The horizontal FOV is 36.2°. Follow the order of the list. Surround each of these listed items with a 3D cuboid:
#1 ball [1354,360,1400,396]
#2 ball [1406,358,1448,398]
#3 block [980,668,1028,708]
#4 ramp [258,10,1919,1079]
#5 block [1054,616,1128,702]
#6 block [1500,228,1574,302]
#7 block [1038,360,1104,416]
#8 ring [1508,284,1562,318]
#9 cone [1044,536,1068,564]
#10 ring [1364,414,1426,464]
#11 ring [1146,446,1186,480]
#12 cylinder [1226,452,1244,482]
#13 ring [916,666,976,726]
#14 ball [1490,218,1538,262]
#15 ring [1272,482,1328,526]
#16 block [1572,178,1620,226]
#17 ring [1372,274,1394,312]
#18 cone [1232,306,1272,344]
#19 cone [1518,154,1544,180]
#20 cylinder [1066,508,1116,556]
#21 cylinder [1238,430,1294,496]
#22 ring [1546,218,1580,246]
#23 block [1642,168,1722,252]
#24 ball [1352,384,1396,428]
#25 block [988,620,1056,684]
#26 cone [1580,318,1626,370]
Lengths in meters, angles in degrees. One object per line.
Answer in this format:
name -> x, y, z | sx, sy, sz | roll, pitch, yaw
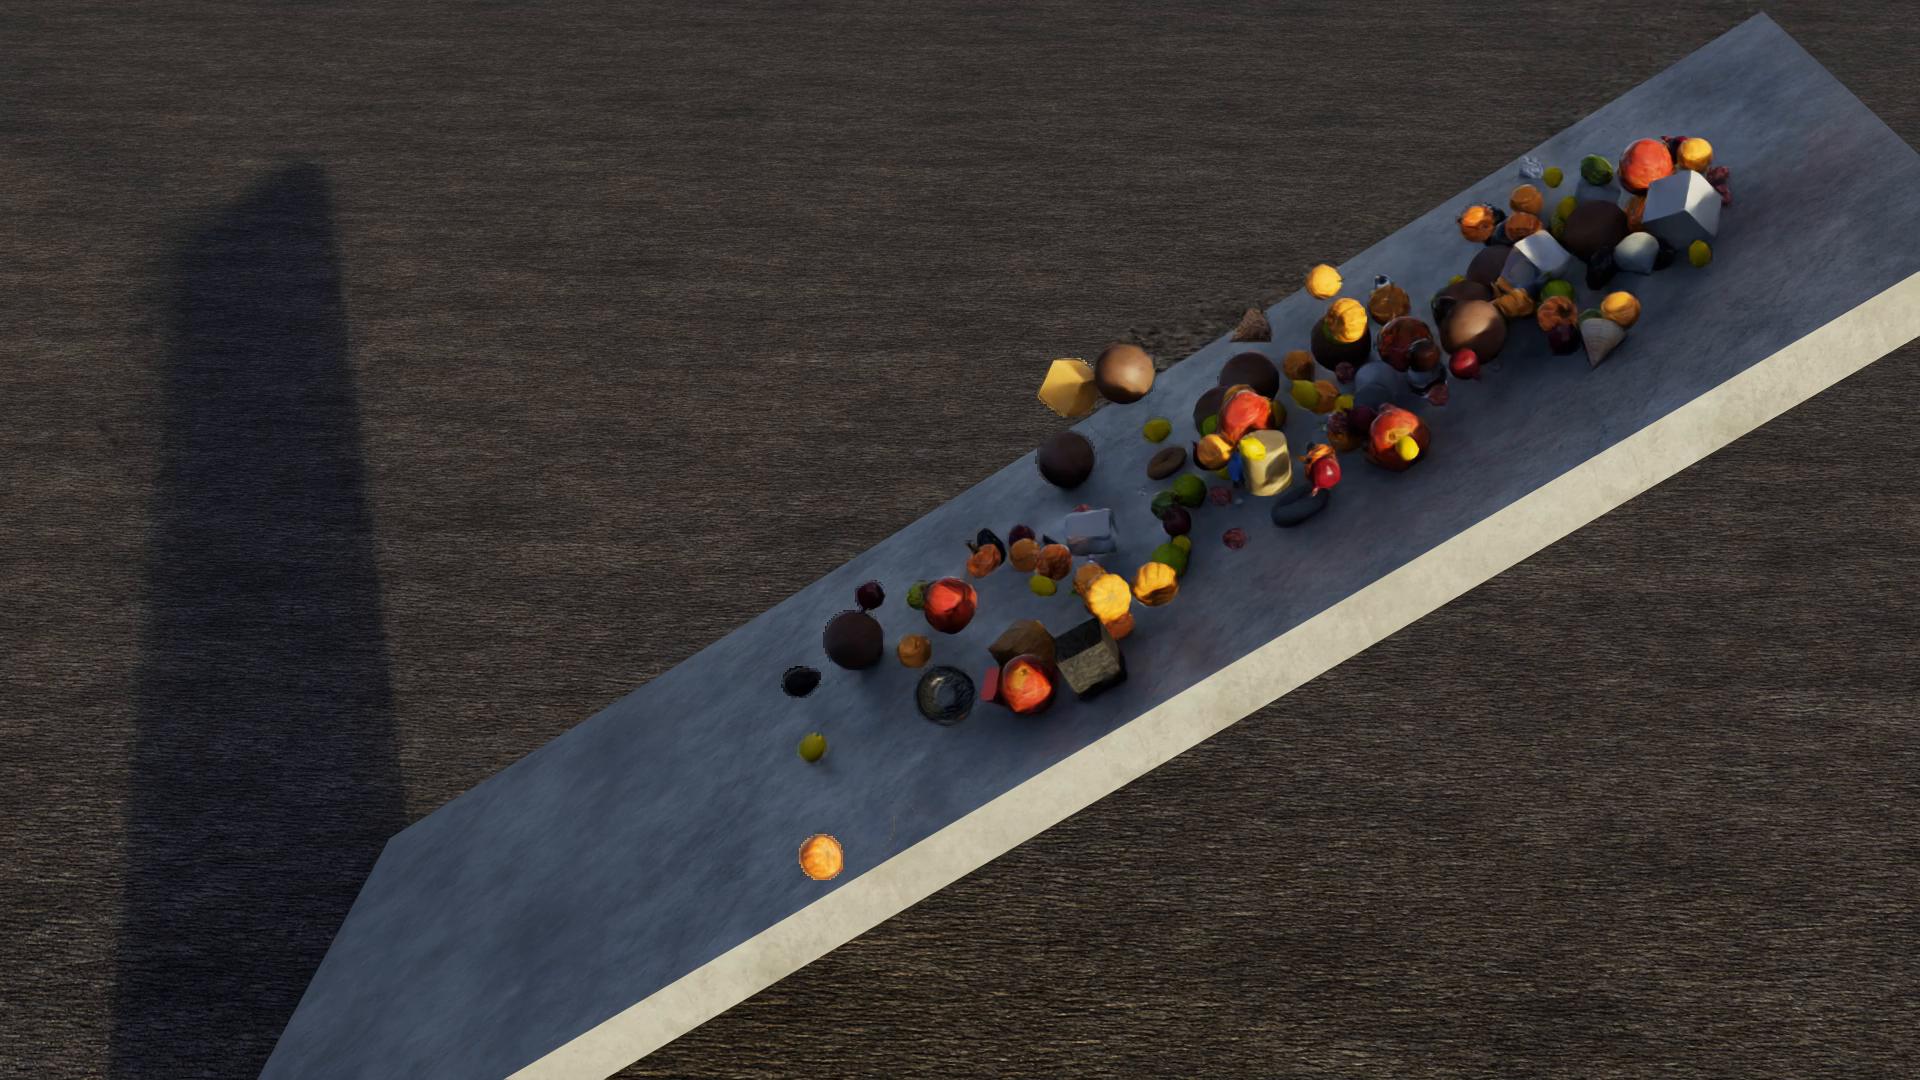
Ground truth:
ball -> 0.841, -0.317, 5.935 | 0.090, 0.090, 0.090 | 0, 20, 0
ball -> 0.919, -0.319, 5.792 | 0.081, 0.081, 0.081 | 0, 20, 0
block -> 0.086, 0.286, 5.688 | 0.062, 0.062, 0.062 | 16, -8, -22
ramp -> 0.139, 0.171, 6.296 | 4.000, 0.100, 2.000 | -31, 15, 14
block -> 0.243, 0.222, 5.485 | 0.097, 0.097, 0.097 | -28, 25, 12
block -> 1.137, -0.541, 5.799 | 0.086, 0.086, 0.086 | -28, 63, -29
block -> 0.243, -0.331, 6.388 | 0.087, 0.087, 0.087 | 38, 27, 29
ring -> 1.152, -0.486, 5.893 | 0.117, 0.039, 0.117 | -33, 16, 11
cone -> 0.196, 0.011, 6.360 | 0.059, 0.059, 0.059 | -32, 15, 10
ring -> 0.836, -0.194, 5.658 | 0.134, 0.045, 0.134 | -32, 16, 10
ring -> 0.450, -0.169, 6.418 | 0.098, 0.033, 0.098 | -31, 21, 13
cylinder -> 0.577, -0.153, 5.936 | 0.059, 0.059, 0.059 | -12, 23, -20
ring -> -0.028, 0.305, 5.764 | 0.119, 0.119, 0.040 | -3, -10, -8
ball -> 1.167, -0.629, 6.182 | 0.099, 0.099, 0.099 | 0, 20, 0
ring -> 0.655, -0.070, 5.668 | 0.122, 0.041, 0.122 | -31, 12, 7
block -> 1.311, -0.696, 6.069 | 0.075, 0.075, 0.075 | 8, 20, -1
ring -> 0.918, -0.534, 6.375 | 0.029, 0.087, 0.087 | -19, 22, -1
cone -> 0.650, -0.472, 6.723 | 0.089, 0.089, 0.089 | -41, 38, -22
cone -> 1.189, -0.773, 6.192 | 0.055, 0.055, 0.055 | -10, -19, -26
cylinder -> 0.275, -0.015, 6.149 | 0.092, 0.092, 0.092 | -6, 19, 11
cylinder -> 0.586, -0.148, 5.640 | 0.093, 0.093, 0.093 | -11, 31, 7
ring -> 1.259, -0.643, 6.151 | 0.078, 0.026, 0.078 | -26, 30, 16
block -> 1.388, -0.634, 5.652 | 0.100, 0.100, 0.100 | 34, -32, -31
ball -> 0.810, -0.261, 5.753 | 0.086, 0.086, 0.086 | 0, 20, 0
block -> 0.130, 0.220, 5.788 | 0.090, 0.090, 0.090 | -44, 17, -19
cone -> 1.176, -0.350, 5.421 | 0.087, 0.087, 0.087 | 15, -21, 6
